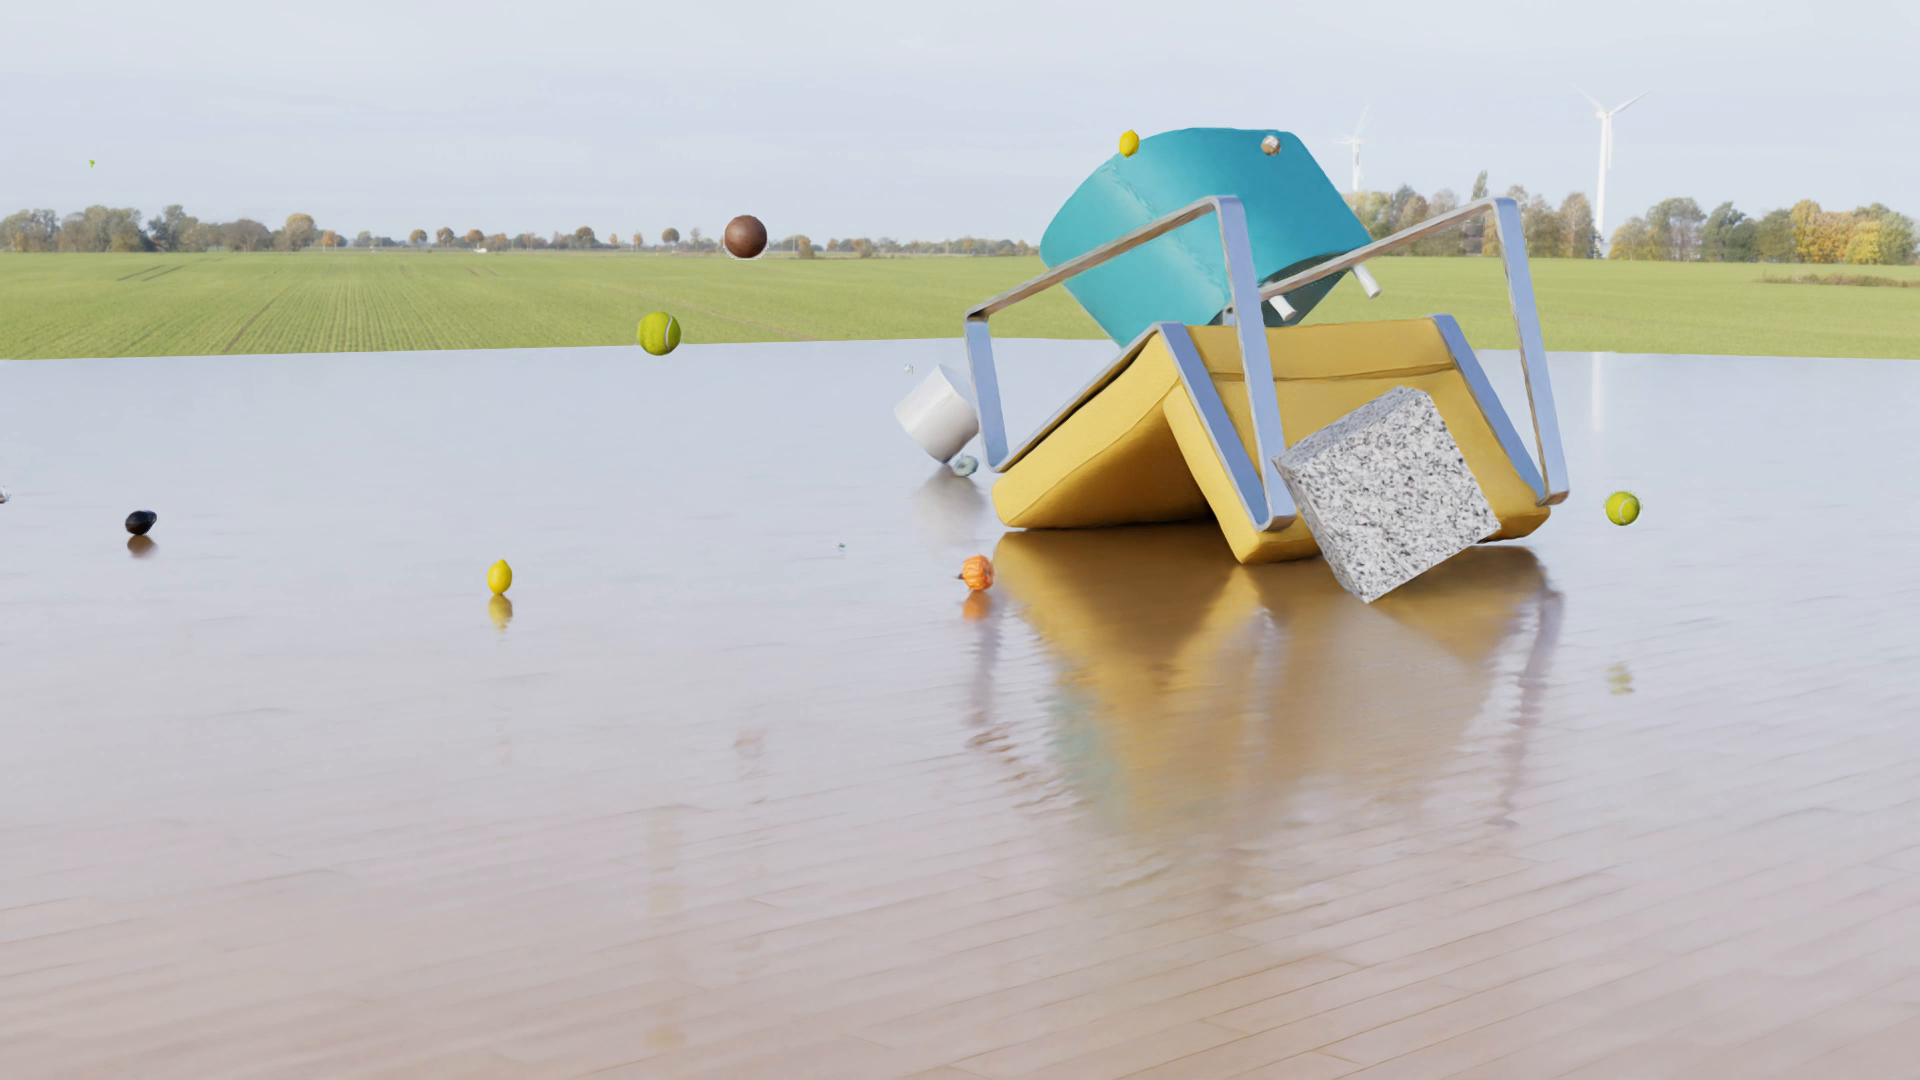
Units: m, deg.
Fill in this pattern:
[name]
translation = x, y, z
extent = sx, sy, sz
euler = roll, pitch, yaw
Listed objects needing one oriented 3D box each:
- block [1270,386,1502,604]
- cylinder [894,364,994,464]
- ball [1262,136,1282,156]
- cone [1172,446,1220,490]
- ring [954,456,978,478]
[block]
translation = 0.872, -0.099, 5.292
extent = 0.311, 0.314, 0.310
euler = -30, 6, 2
[cylinder]
translation = -0.058, -0.441, 8.970
extent = 0.227, 0.271, 0.247
euler = -44, -2, 14
[ball]
translation = 0.810, -1.026, 6.675
extent = 0.052, 0.052, 0.052
euler = 0, 6, 0
[cone]
translation = 0.753, -0.188, 7.906
extent = 0.130, 0.163, 0.149
euler = 32, 18, -22
[ring]
translation = 0.019, -0.242, 8.440
extent = 0.087, 0.033, 0.115
euler = -31, 25, 0
